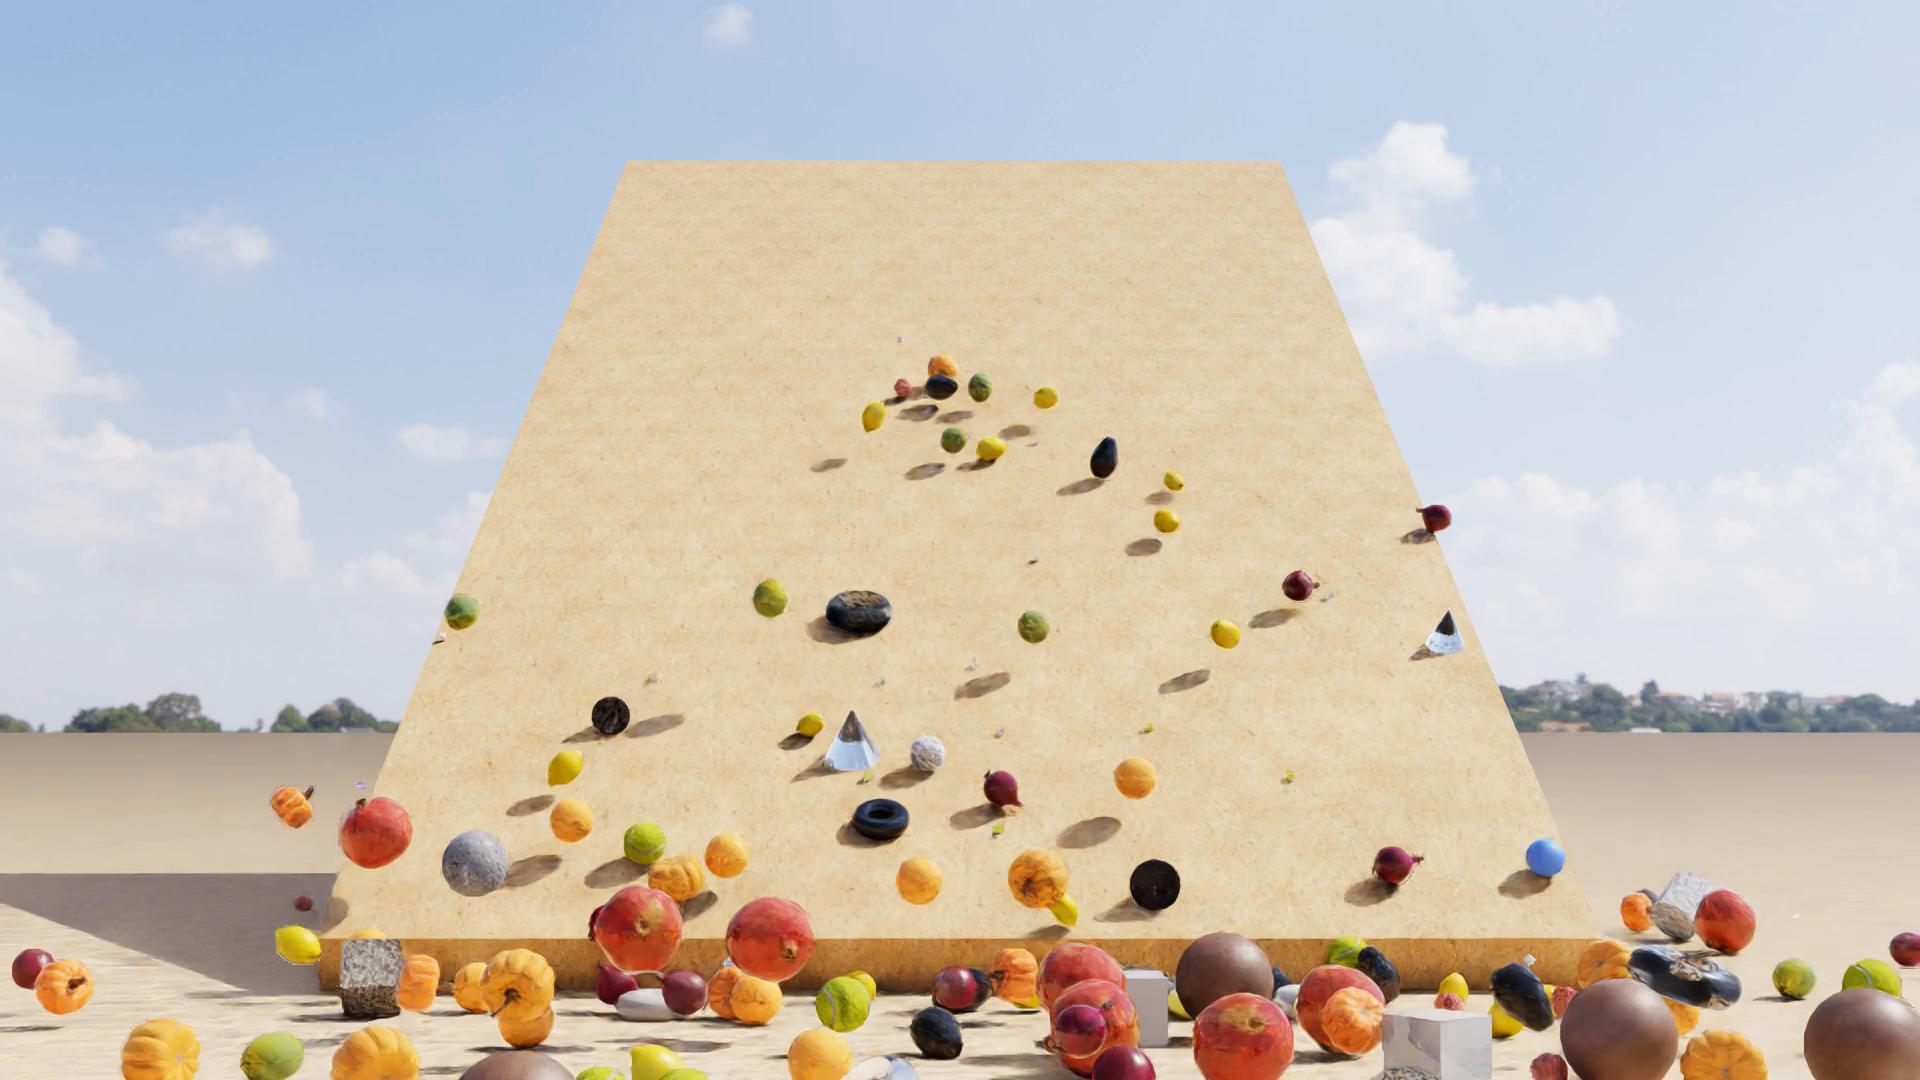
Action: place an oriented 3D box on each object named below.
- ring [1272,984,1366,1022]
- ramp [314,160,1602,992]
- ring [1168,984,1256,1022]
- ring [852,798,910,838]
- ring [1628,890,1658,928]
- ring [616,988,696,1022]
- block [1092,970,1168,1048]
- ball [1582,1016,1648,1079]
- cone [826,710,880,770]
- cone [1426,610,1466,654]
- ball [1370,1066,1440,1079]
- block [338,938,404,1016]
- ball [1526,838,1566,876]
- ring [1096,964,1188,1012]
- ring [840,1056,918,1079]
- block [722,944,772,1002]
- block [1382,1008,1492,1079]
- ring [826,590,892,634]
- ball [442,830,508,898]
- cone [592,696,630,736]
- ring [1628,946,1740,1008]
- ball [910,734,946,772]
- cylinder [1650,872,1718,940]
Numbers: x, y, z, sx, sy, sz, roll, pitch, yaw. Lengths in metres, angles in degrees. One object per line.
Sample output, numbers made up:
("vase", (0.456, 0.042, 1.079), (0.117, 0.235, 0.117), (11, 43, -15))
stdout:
("ring", (0.510, 0.659, 3.360), (0.131, 0.044, 0.131), (1, -4, 0))
("ramp", (-0.010, -0.228, 5.477), (2.000, 0.100, 4.000), (0, 26, 0))
("ring", (0.359, 0.660, 3.370), (0.127, 0.042, 0.127), (1, -4, 0))
("ring", (-0.131, 0.464, 3.937), (0.098, 0.033, 0.098), (1, 26, -1))
("ring", (1.398, 0.752, 4.820), (0.026, 0.078, 0.078), (5, -7, -43))
("ring", (-0.433, 0.662, 3.366), (0.112, 0.037, 0.112), (-1, -4, 0))
("block", (0.221, 0.614, 3.089), (0.090, 0.090, 0.090), (0, -5, -3))
("ball", (0.767, 0.596, 2.767), (0.075, 0.075, 0.075), (0, -5, 0))
("cone", (-0.188, 0.336, 4.121), (0.097, 0.097, 0.097), (0, 26, 0))
("cone", (0.927, 0.165, 4.494), (0.076, 0.076, 0.076), (0, 26, 0))
("ball", (0.418, 0.541, 2.209), (0.096, 0.096, 0.096), (0, -5, 0))
("block", (-0.841, 0.626, 3.378), (0.079, 0.079, 0.079), (0, -41, -7))
("ball", (0.944, 0.512, 3.812), (0.062, 0.062, 0.062), (0, -5, 0))
("ring", (0.266, 0.658, 3.470), (0.147, 0.049, 0.147), (11, -1, 0))
("ring", (-0.079, 0.503, 2.069), (0.037, 0.111, 0.111), (39, -26, -29))
("block", (-0.320, 0.650, 3.547), (0.054, 0.054, 0.054), (11, 30, 19))
("block", (0.544, 0.584, 2.691), (0.086, 0.086, 0.086), (3, -6, -37))
("ring", (-0.196, 0.139, 4.579), (0.131, 0.044, 0.131), (1, 27, -1))
("ball", (-0.649, 0.433, 3.161), (0.088, 0.088, 0.088), (0, -5, 0))
("cone", (-0.620, 0.313, 4.239), (0.069, 0.069, 0.069), (0, 0, 2))
("ring", (0.923, 0.557, 3.010), (0.143, 0.048, 0.143), (15, 4, -1))
("ball", (-0.057, 0.369, 4.094), (0.063, 0.063, 0.063), (0, -5, 0))
("cylinder", (1.402, 0.709, 4.579), (0.094, 0.094, 0.094), (-5, 30, 50))
